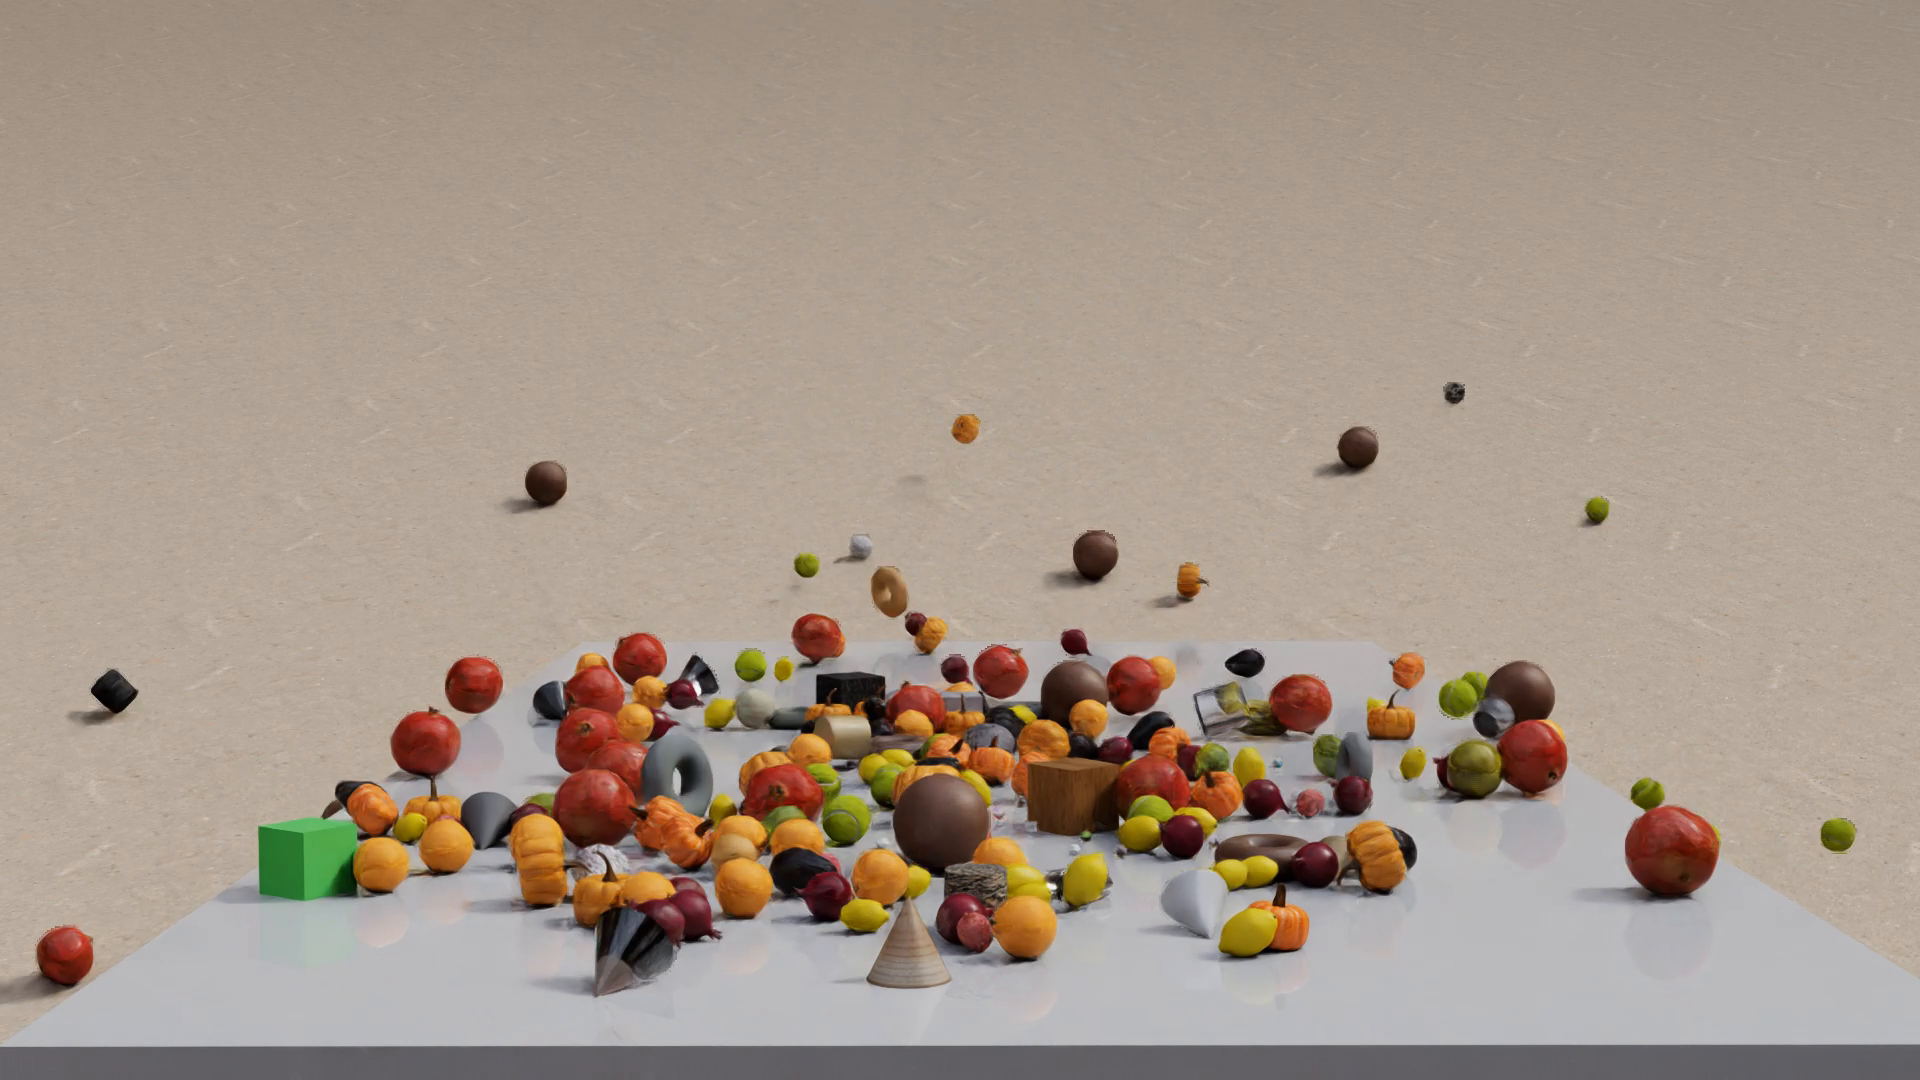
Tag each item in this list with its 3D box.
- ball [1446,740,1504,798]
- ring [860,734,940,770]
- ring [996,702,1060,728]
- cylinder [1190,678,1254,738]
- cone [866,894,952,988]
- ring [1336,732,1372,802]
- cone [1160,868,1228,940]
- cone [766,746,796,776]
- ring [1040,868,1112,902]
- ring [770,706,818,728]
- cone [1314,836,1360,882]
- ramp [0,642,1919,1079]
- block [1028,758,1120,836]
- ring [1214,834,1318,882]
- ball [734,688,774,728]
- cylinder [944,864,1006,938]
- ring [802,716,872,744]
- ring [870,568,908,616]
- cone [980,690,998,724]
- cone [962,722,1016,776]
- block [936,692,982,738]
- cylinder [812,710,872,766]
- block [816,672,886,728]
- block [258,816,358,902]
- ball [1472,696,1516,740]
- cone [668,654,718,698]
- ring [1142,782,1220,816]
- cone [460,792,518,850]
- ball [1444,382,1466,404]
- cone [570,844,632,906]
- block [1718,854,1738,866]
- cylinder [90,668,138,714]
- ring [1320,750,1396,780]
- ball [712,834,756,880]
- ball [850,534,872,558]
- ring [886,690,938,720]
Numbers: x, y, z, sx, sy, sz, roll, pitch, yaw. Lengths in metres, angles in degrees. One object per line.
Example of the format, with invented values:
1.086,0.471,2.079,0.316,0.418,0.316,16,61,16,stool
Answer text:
0.812,0.361,4.050,0.091,0.091,0.091,0,20,0,ball
-0.106,0.363,4.402,0.141,0.047,0.141,-1,4,0,ring
0.130,0.334,4.926,0.122,0.041,0.122,2,3,0,ring
0.484,0.312,4.741,0.085,0.085,0.085,-31,20,6,cylinder
-0.056,0.435,2.815,0.094,0.094,0.094,0,3,0,cone
0.616,0.356,4.013,0.036,0.109,0.109,6,20,-8,ring
0.288,0.449,3.051,0.082,0.082,0.082,-4,32,-9,cone
-0.295,0.381,4.294,0.053,0.053,0.053,-6,31,-15,cone
0.149,0.439,3.269,0.093,0.031,0.093,1,3,0,ring
-0.318,0.339,4.905,0.097,0.032,0.097,-4,5,0,ring
0.495,0.433,3.391,0.060,0.060,0.060,4,31,11,cone
0.047,0.428,4.533,2.000,0.100,4.000,0,3,0,ramp
0.167,0.376,3.770,0.096,0.096,0.096,-3,5,-41,block
0.407,0.423,3.417,0.137,0.046,0.137,0,5,0,ring
-0.390,0.320,4.871,0.076,0.076,0.076,0,20,0,ball
0.019,0.429,3.061,0.075,0.075,0.075,0,3,0,cylinder
-0.224,0.348,4.676,0.131,0.044,0.131,-1,2,0,ring
-0.184,0.135,6.683,0.045,0.134,0.134,-18,27,-35,ring
0.040,0.320,4.854,0.076,0.076,0.076,0,3,0,cone
0.046,0.371,4.313,0.092,0.092,0.092,1,30,3,cone
-0.003,0.325,4.773,0.077,0.077,0.077,-1,3,-9,block
-0.200,0.336,4.357,0.074,0.074,0.074,-17,26,-28,cylinder
-0.209,0.307,4.906,0.097,0.097,0.097,-2,4,-33,block
-0.838,0.409,3.301,0.087,0.087,0.087,2,4,35,block
0.981,0.327,4.721,0.078,0.078,0.078,0,20,0,ball
-0.574,0.306,5.378,0.097,0.097,0.097,-32,34,-26,cone
0.337,0.395,3.919,0.121,0.040,0.121,1,5,0,ring
-0.670,0.414,3.630,0.083,0.083,0.083,-1,30,-2,cone
1.686,-0.500,8.754,0.070,0.070,0.070,0,20,0,ball
-0.457,0.439,3.240,0.078,0.078,0.078,0,30,-1,cone
1.599,0.717,5.431,0.068,0.068,0.068,-16,19,-16,block
-2.082,0.373,6.322,0.080,0.080,0.080,43,27,0,cylinder
0.663,0.388,4.281,0.128,0.043,0.128,-3,25,1,ring
-0.298,0.417,3.388,0.060,0.060,0.060,0,20,0,ball
-0.283,0.018,7.353,0.067,0.067,0.067,0,20,0,ball
-0.088,0.323,5.058,0.141,0.047,0.141,-1,5,0,ring
